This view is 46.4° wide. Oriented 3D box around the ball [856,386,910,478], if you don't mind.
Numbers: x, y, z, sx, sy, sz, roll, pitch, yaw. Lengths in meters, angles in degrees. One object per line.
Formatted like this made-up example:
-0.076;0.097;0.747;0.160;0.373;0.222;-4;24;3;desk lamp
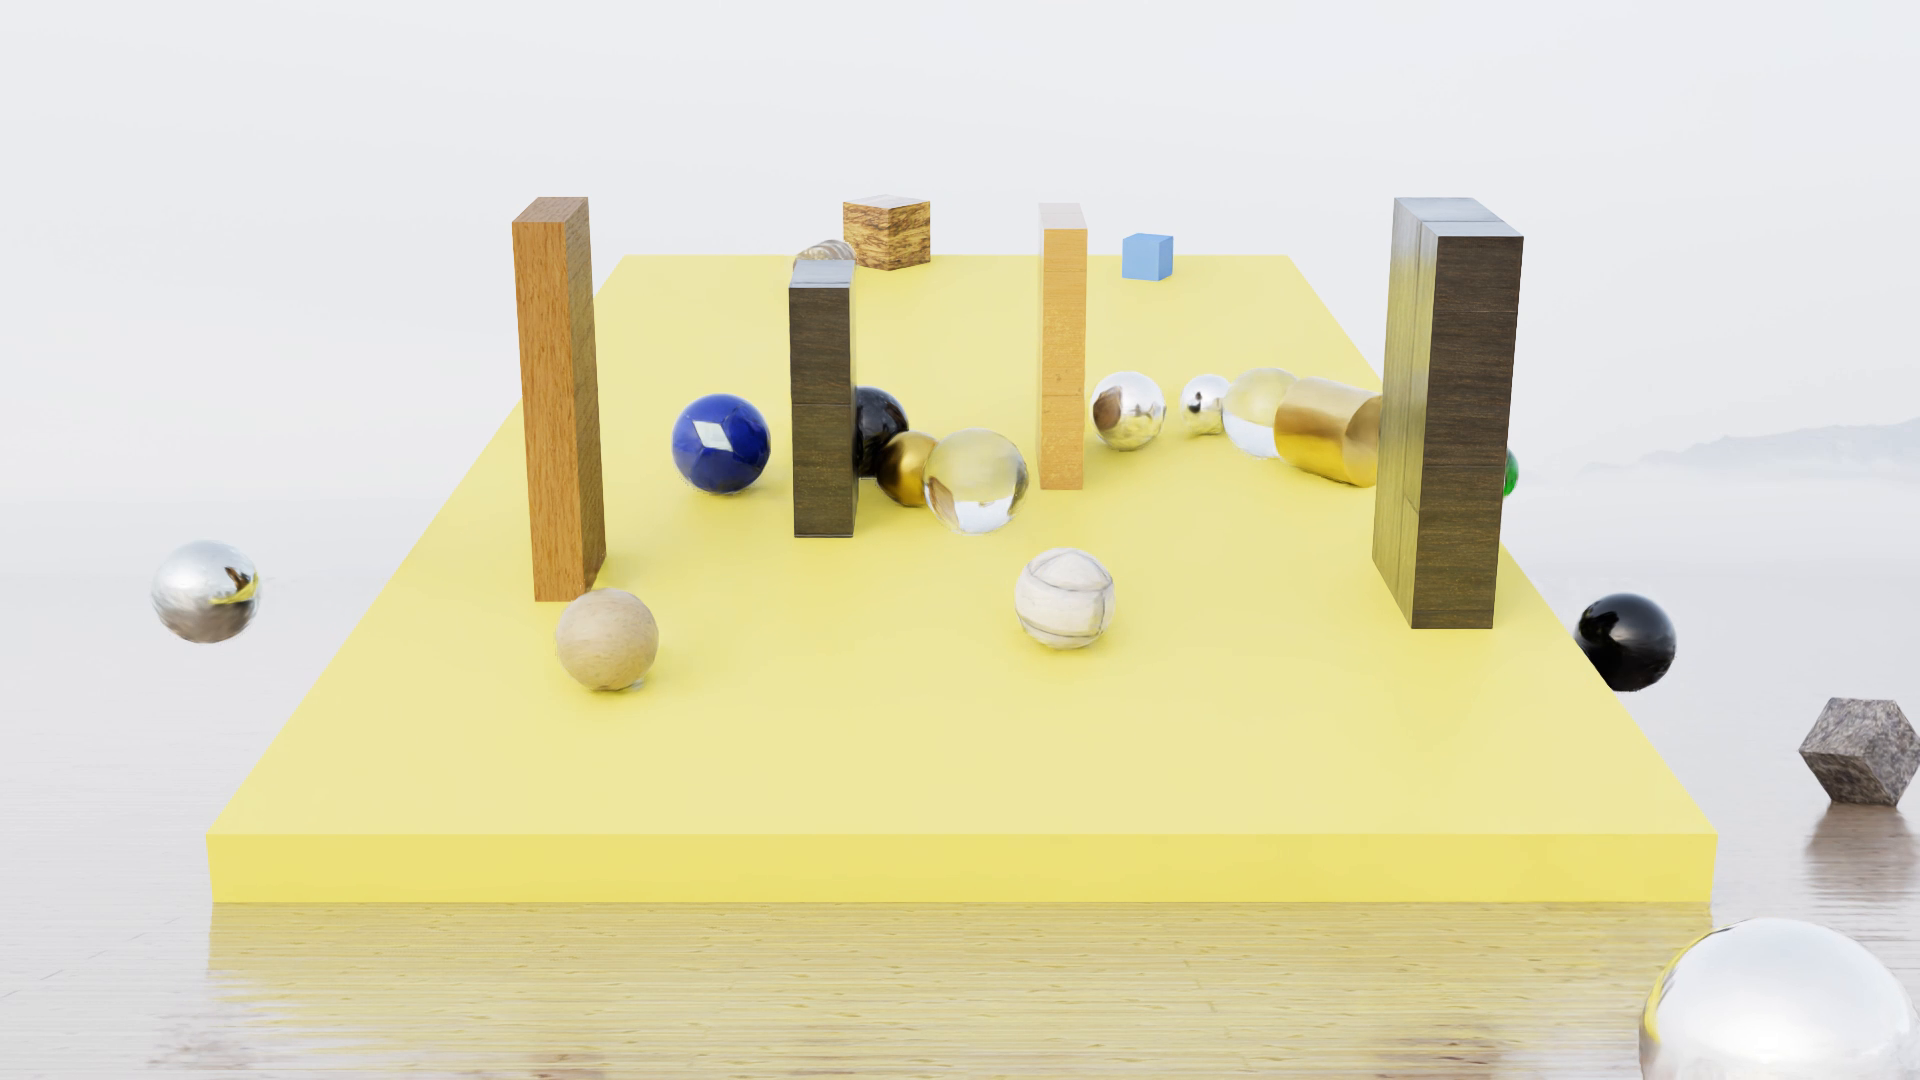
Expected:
-0.189;-0.215;4.449;0.184;0.184;0.184;0;-1;0;ball

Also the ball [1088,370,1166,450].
0.351;-0.273;4.710;0.165;0.165;0.165;0;-1;0;ball

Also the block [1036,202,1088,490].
0.202;-0.393;4.504;0.084;0.522;0.295;0;18;0;block

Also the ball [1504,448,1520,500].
1.020;-0.132;4.347;0.130;0.130;0.130;0;-1;0;ball

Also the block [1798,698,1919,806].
1.716;0.401;4.257;0.141;0.141;0.141;49;-24;-21;block

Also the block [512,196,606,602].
-0.682;-0.242;3.834;0.086;0.651;0.248;0;18;0;block

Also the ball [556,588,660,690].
-0.539;0.152;3.428;0.157;0.157;0.157;0;-1;0;ball

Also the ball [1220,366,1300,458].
0.637;-0.264;4.644;0.190;0.190;0.190;0;-1;0;ball

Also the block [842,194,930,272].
-0.216;-0.909;6.612;0.182;0.182;0.182;15;24;39;block

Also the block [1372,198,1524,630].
0.812;-0.220;3.769;0.135;0.654;0.364;0;18;0;block

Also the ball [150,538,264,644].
-1.321;0.089;3.933;0.187;0.187;0.187;0;-1;0;ball

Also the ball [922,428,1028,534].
0.029;-0.110;4.159;0.198;0.198;0.198;0;-1;0;ball

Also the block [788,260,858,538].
-0.253;-0.268;4.201;0.109;0.471;0.255;0;18;0;block

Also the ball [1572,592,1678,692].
1.172;0.180;3.950;0.178;0.178;0.178;0;-1;0;ball

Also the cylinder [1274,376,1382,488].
0.766;-0.220;4.511;0.189;0.189;0.189;1;14;-39;cylinder

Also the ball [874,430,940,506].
-0.092;-0.140;4.332;0.146;0.146;0.146;0;-1;0;ball

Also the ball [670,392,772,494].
-0.469;-0.190;4.401;0.199;0.199;0.199;0;-1;0;ball

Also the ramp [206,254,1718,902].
-0.004;-0.189;4.876;2.000;0.100;4.000;0;18;0;ramp

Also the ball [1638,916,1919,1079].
0.586;0.368;1.600;0.195;0.195;0.195;0;-1;0;ball

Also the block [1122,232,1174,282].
0.540;-0.814;6.438;0.112;0.112;0.112;9;20;25;block

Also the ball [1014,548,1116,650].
0.169;0.093;3.597;0.164;0.164;0.164;0;-1;0;ball

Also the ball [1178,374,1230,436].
0.535;-0.291;4.819;0.131;0.131;0.131;0;-1;0;ball

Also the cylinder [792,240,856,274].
-0.376;-0.755;6.219;0.137;0.137;0.137;0;17;21;cylinder
